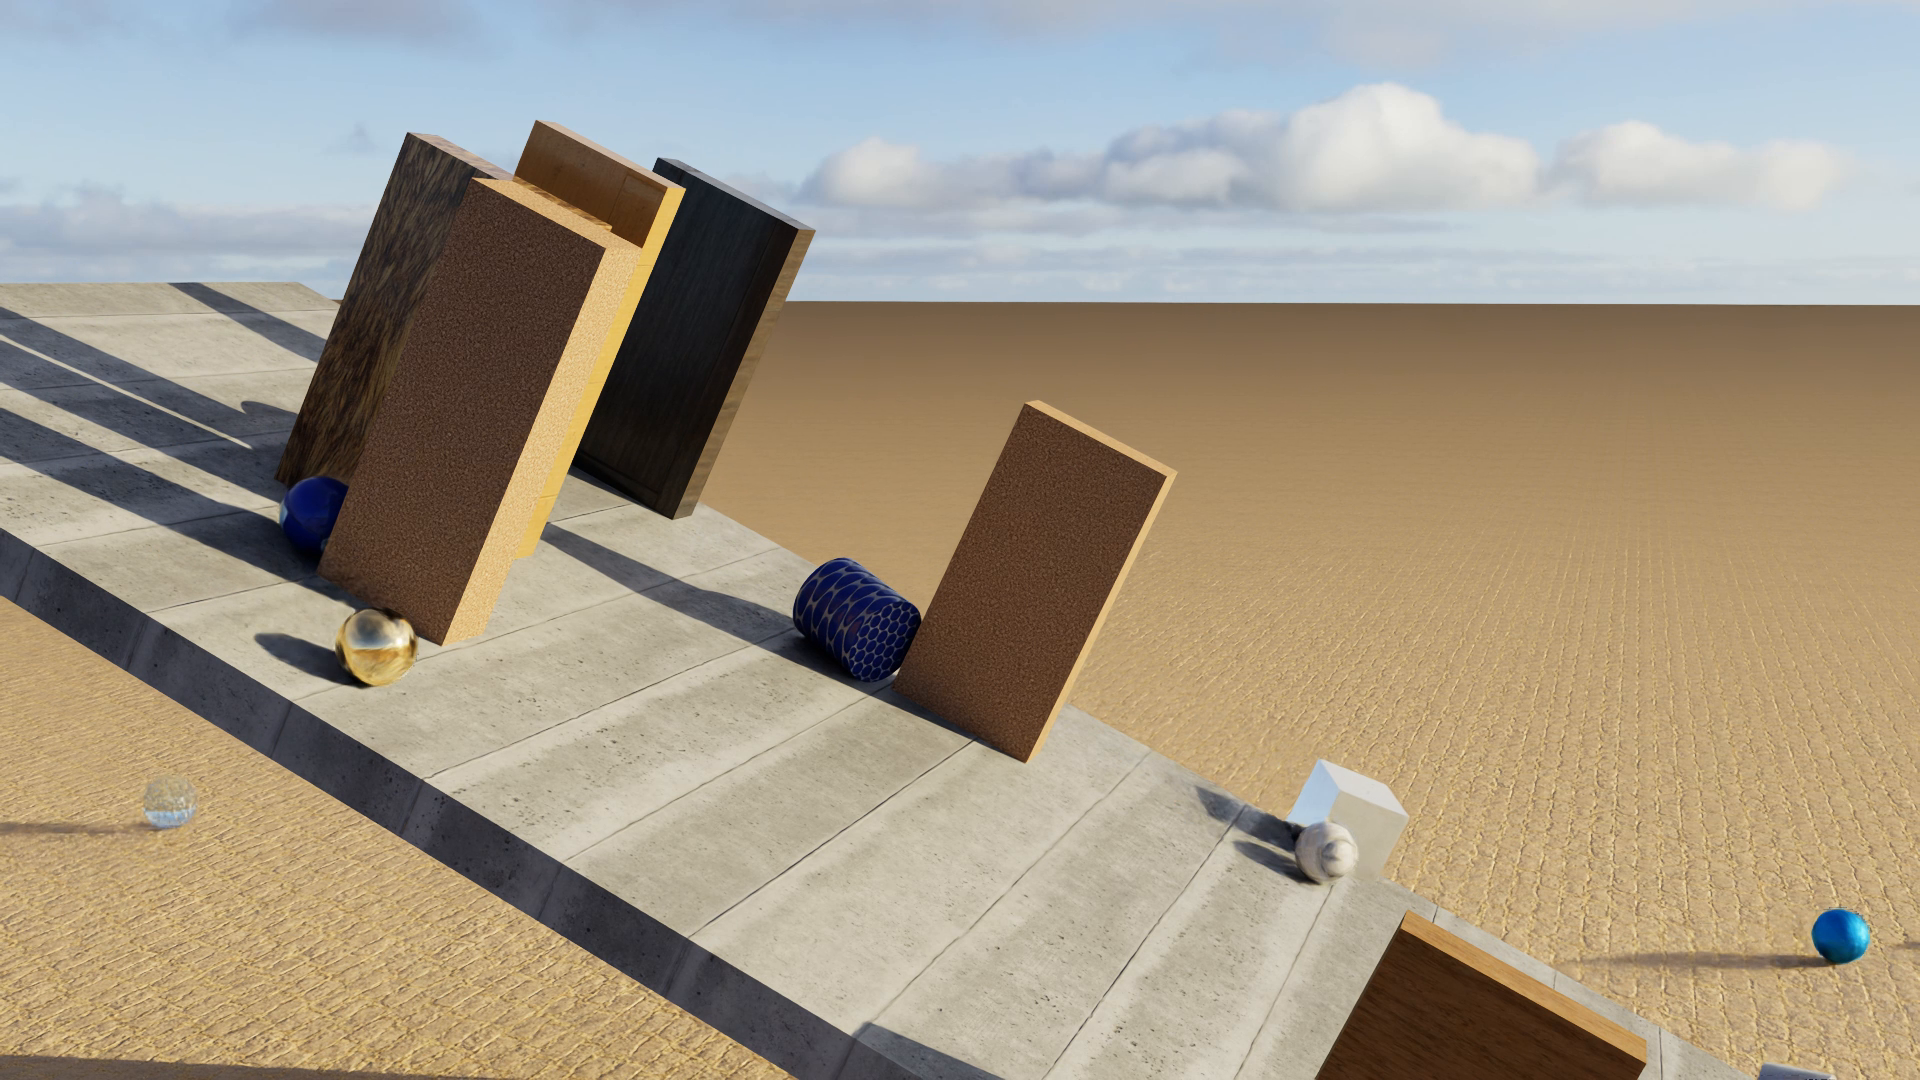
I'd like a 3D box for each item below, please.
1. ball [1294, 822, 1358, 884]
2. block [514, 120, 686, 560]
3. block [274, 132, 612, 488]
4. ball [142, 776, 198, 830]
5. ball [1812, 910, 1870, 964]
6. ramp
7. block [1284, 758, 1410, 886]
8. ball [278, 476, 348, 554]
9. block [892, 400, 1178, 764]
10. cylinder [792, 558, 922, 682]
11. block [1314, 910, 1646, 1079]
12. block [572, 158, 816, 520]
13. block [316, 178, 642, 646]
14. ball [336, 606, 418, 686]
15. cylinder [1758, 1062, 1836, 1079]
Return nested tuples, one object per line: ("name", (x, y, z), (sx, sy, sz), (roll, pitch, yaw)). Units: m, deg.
("ball", (0.772, 0.659, 4.640), (0.130, 0.130, 0.130), (0, 7, 0))
("block", (-0.833, -0.387, 4.301), (0.303, 0.799, 0.082), (28, 14, 12))
("block", (-0.968, -0.345, 4.093), (0.392, 0.711, 0.108), (28, 14, 12))
("ball", (-2.641, 0.880, 7.352), (0.175, 0.175, 0.175), (0, 7, 0))
("ball", (2.370, 1.067, 5.920), (0.144, 0.144, 0.144), (0, 7, 0))
("ramp", (-0.255, 0.432, 4.165), (4.000, 0.100, 2.000), (28, 14, 12))
("block", (0.848, 0.618, 4.833), (0.174, 0.174, 0.174), (22, 14, -13))
("ball", (-1.132, -0.044, 3.891), (0.140, 0.140, 0.140), (0, 7, 0))
("block", (0.149, 0.086, 4.540), (0.327, 0.669, 0.107), (28, 14, 12))
("cylinder", (-0.216, 0.167, 4.609), (0.193, 0.193, 0.193), (-7, 33, -44))
("block", (0.678, 0.825, 3.089), (0.365, 0.483, 0.095), (28, 14, 12))
("block", (-0.653, -0.459, 5.039), (0.375, 0.730, 0.108), (28, 14, 12))
("block", (-0.829, -0.217, 3.775), (0.271, 0.749, 0.141), (28, 14, 12))
("ball", (-0.926, 0.168, 3.488), (0.126, 0.126, 0.126), (0, 7, 0))
("cylinder", (1.806, 1.210, 4.751), (0.138, 0.138, 0.138), (5, 8, 35))
